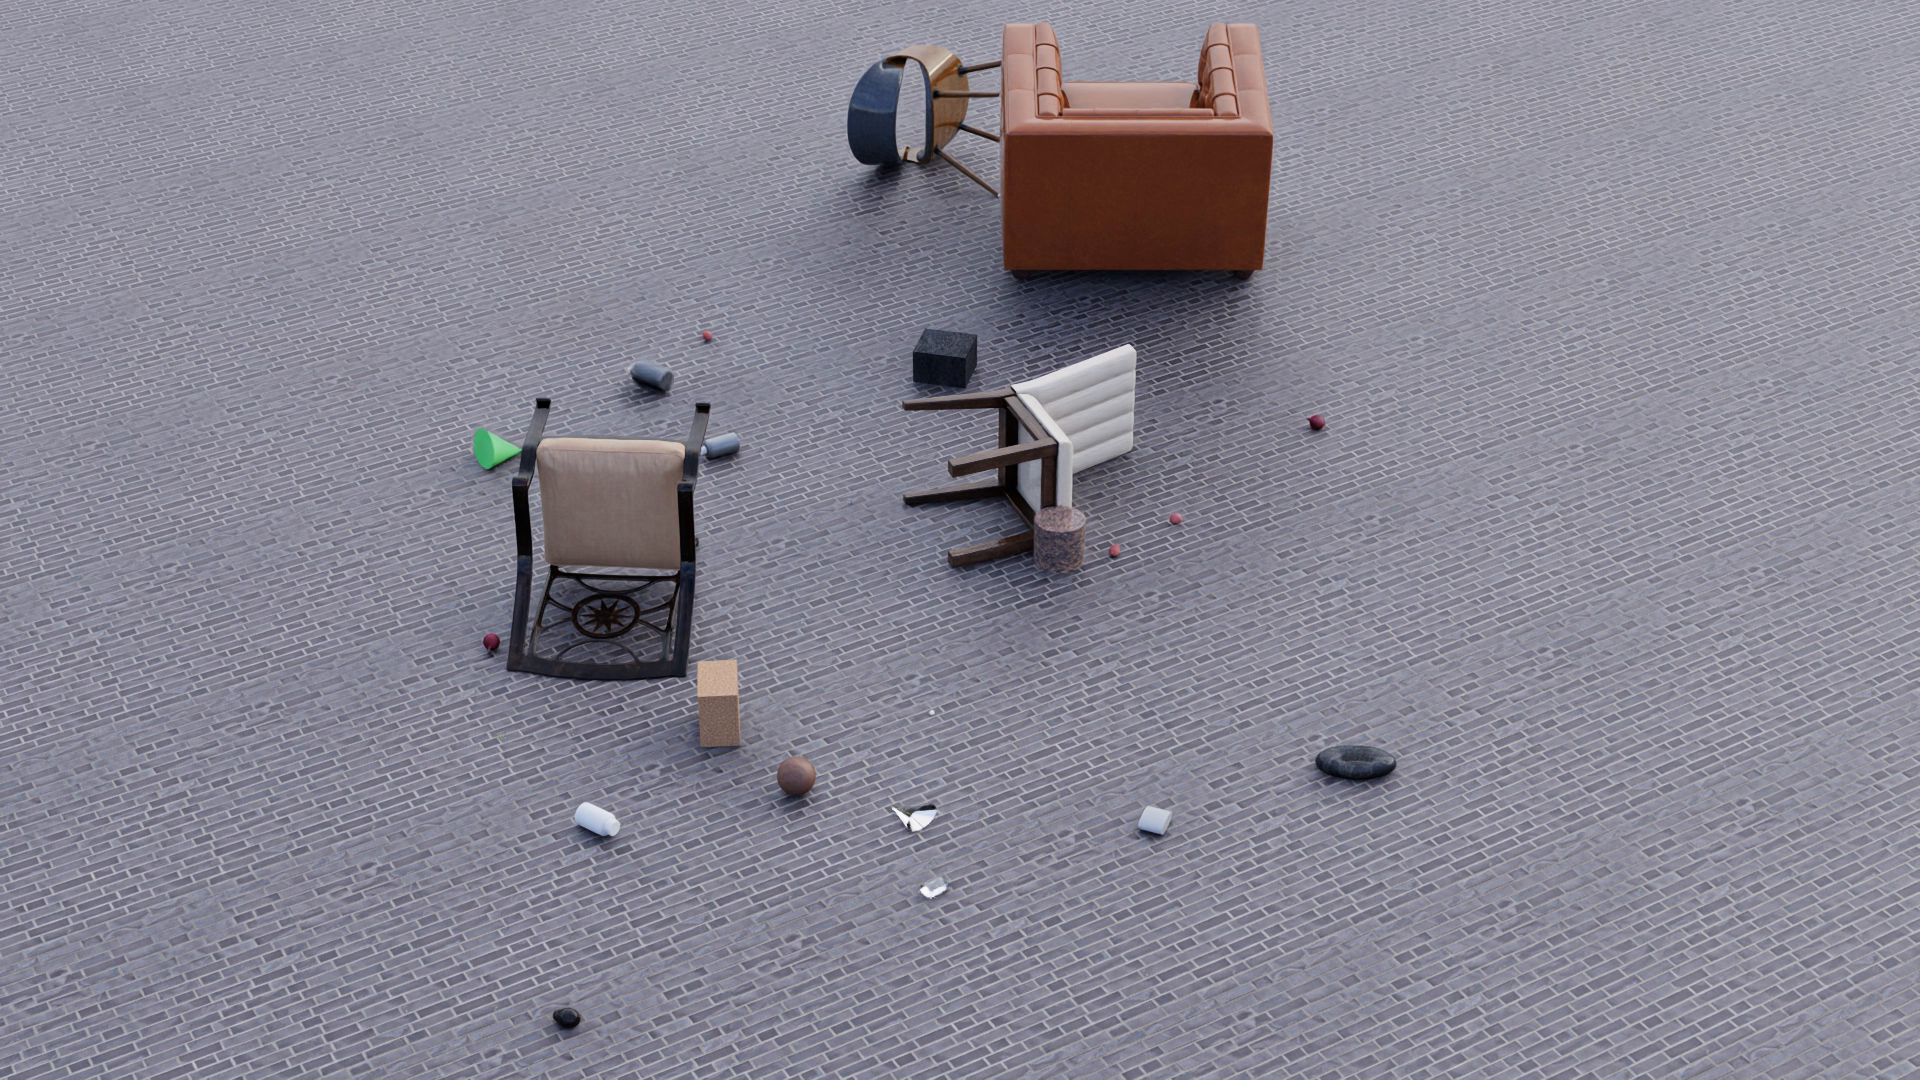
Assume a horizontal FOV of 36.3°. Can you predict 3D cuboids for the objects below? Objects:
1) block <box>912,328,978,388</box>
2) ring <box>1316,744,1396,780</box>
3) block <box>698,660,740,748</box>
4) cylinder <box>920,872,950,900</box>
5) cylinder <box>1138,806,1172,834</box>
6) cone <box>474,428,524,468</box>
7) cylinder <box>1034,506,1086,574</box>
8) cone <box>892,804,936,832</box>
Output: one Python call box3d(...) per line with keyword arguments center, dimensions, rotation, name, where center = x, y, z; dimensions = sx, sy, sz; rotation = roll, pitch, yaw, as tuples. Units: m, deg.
box3d(center=(-0.060, -0.740, 11.938), dimensions=(0.220, 0.142, 0.197), rotation=(8, 34, 12), name="block")
box3d(center=(1.319, 0.740, 9.767), dimensions=(0.270, 0.062, 0.144), rotation=(1, 35, 3), name="ring")
box3d(center=(-0.816, 0.553, 9.914), dimensions=(0.132, 0.211, 0.203), rotation=(-2, 33, -4), name="block")
box3d(center=(-0.079, 1.095, 9.252), dimensions=(0.058, 0.034, 0.073), rotation=(33, 69, 17), name="cylinder")
box3d(center=(0.633, 0.910, 9.521), dimensions=(0.081, 0.047, 0.108), rotation=(13, 38, 19), name="cylinder")
box3d(center=(-1.777, -0.353, 11.423), dimensions=(0.174, 0.131, 0.197), rotation=(3, 38, -37), name="cone")
box3d(center=(0.366, -0.001, 10.782), dimensions=(0.190, 0.181, 0.178), rotation=(6, 34, 8), name="cylinder")
box3d(center=(-0.174, 0.888, 9.565), dimensions=(0.134, 0.073, 0.146), rotation=(-30, 30, -35), name="cone")
